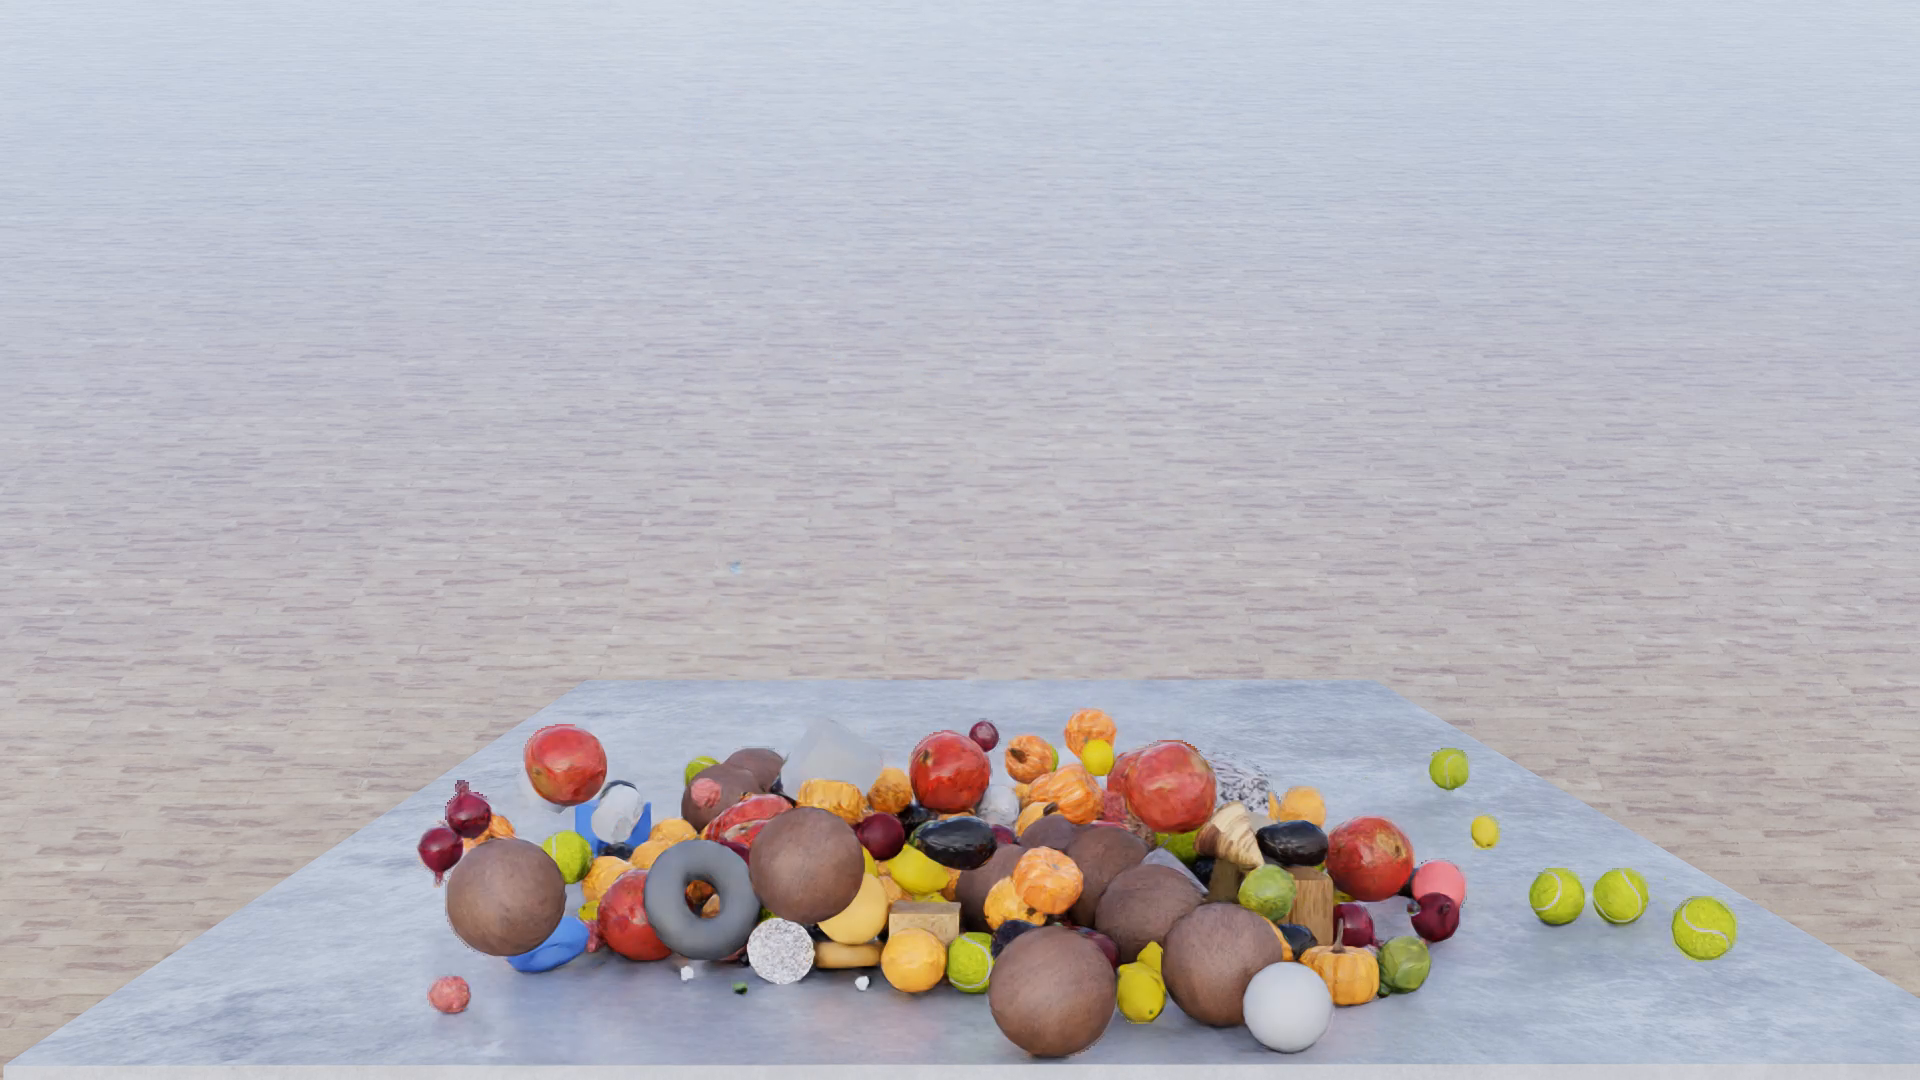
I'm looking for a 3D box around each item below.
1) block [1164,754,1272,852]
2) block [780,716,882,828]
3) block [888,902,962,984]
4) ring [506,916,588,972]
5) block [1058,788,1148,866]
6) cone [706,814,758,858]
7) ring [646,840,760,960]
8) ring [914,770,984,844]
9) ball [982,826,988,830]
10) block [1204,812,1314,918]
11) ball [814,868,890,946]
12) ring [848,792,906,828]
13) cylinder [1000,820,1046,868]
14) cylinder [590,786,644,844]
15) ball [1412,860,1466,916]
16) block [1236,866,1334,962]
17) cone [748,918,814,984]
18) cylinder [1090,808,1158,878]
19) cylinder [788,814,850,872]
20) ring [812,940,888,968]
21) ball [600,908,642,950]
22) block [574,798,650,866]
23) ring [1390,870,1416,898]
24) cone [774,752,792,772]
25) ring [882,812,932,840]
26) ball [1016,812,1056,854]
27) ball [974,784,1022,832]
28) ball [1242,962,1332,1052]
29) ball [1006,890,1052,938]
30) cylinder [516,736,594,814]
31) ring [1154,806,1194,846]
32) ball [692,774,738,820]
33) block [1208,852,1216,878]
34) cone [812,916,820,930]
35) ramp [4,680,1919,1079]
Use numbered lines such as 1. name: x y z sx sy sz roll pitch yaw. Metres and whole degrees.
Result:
1. block: 0.344 0.349 3.428 0.096 0.096 0.096 -4 15 -31
2. block: -0.181 0.323 3.602 0.100 0.100 0.100 32 7 -12
3. block: -0.039 0.461 2.955 0.079 0.079 0.079 0 2 3
4. ring: -0.475 0.466 2.966 0.097 0.097 0.032 -11 59 -23
5. block: 0.210 0.421 3.775 0.094 0.094 0.094 -2 3 -35
6. cone: -0.335 0.452 3.734 0.077 0.077 0.077 1 29 2
7. ring: -0.300 0.420 3.005 0.145 0.145 0.048 -19 -12 -37
8. ring: -0.013 0.407 3.912 0.114 0.114 0.038 4 -8 9
9. ball: 0.047 0.424 4.049 0.065 0.065 0.065 0 23 0
10. block: 0.375 0.415 3.227 0.095 0.095 0.095 21 31 17
11. ball: -0.123 0.419 2.938 0.087 0.087 0.087 0 23 0
12. ring: -0.150 0.426 4.084 0.137 0.046 0.137 9 2 0
13. cylinder: 0.089 0.433 3.667 0.052 0.052 0.052 -16 -16 -5
14. cylinder: -0.479 0.384 3.604 0.060 0.060 0.060 4 25 9
15. ball: 0.619 0.450 3.332 0.070 0.070 0.070 0 23 0
16. block: 0.388 0.448 3.083 0.096 0.096 0.096 0 2 -6
17. cone: -0.215 0.483 2.960 0.078 0.078 0.078 8 63 -16
18. cylinder: 0.231 0.422 3.591 0.089 0.089 0.089 -6 -8 -1
19. cylinder: -0.203 0.435 3.694 0.073 0.073 0.073 -9 5 -20
20. ring: -0.128 0.480 2.989 0.094 0.031 0.094 -2 -9 0
21. ball: -0.410 0.470 3.109 0.050 0.050 0.050 0 23 0
22. block: -0.508 0.425 3.768 0.084 0.084 0.084 -1 2 -29
23. ring: 0.624 0.465 3.484 0.087 0.029 0.087 -1 3 0
24. cone: -0.265 0.363 4.155 0.087 0.087 0.087 -8 24 -37
25. ring: -0.070 0.443 3.981 0.098 0.033 0.098 0 2 0
26. ball: 0.108 0.433 3.792 0.067 0.067 0.067 0 23 0
27. ball: 0.054 0.384 3.694 0.067 0.067 0.067 0 23 0
28. ball: 0.330 0.471 2.595 0.090 0.090 0.090 0 23 0
29. ball: 0.086 0.462 3.186 0.058 0.058 0.058 0 23 0
30. cylinder: -0.641 0.372 4.076 0.087 0.087 0.087 35 3 -2
31. ring: 0.354 0.437 3.946 0.146 0.049 0.146 -1 3 0
32. ball: -0.396 0.415 4.169 0.073 0.073 0.073 0 23 0
33. block: 0.394 0.437 3.602 0.071 0.071 0.071 1 -1 30
34. cone: -0.167 0.468 3.226 0.065 0.065 0.065 33 22 -15
35. ramp: 0.054 0.486 4.540 2.000 0.100 4.000 0 2 0
